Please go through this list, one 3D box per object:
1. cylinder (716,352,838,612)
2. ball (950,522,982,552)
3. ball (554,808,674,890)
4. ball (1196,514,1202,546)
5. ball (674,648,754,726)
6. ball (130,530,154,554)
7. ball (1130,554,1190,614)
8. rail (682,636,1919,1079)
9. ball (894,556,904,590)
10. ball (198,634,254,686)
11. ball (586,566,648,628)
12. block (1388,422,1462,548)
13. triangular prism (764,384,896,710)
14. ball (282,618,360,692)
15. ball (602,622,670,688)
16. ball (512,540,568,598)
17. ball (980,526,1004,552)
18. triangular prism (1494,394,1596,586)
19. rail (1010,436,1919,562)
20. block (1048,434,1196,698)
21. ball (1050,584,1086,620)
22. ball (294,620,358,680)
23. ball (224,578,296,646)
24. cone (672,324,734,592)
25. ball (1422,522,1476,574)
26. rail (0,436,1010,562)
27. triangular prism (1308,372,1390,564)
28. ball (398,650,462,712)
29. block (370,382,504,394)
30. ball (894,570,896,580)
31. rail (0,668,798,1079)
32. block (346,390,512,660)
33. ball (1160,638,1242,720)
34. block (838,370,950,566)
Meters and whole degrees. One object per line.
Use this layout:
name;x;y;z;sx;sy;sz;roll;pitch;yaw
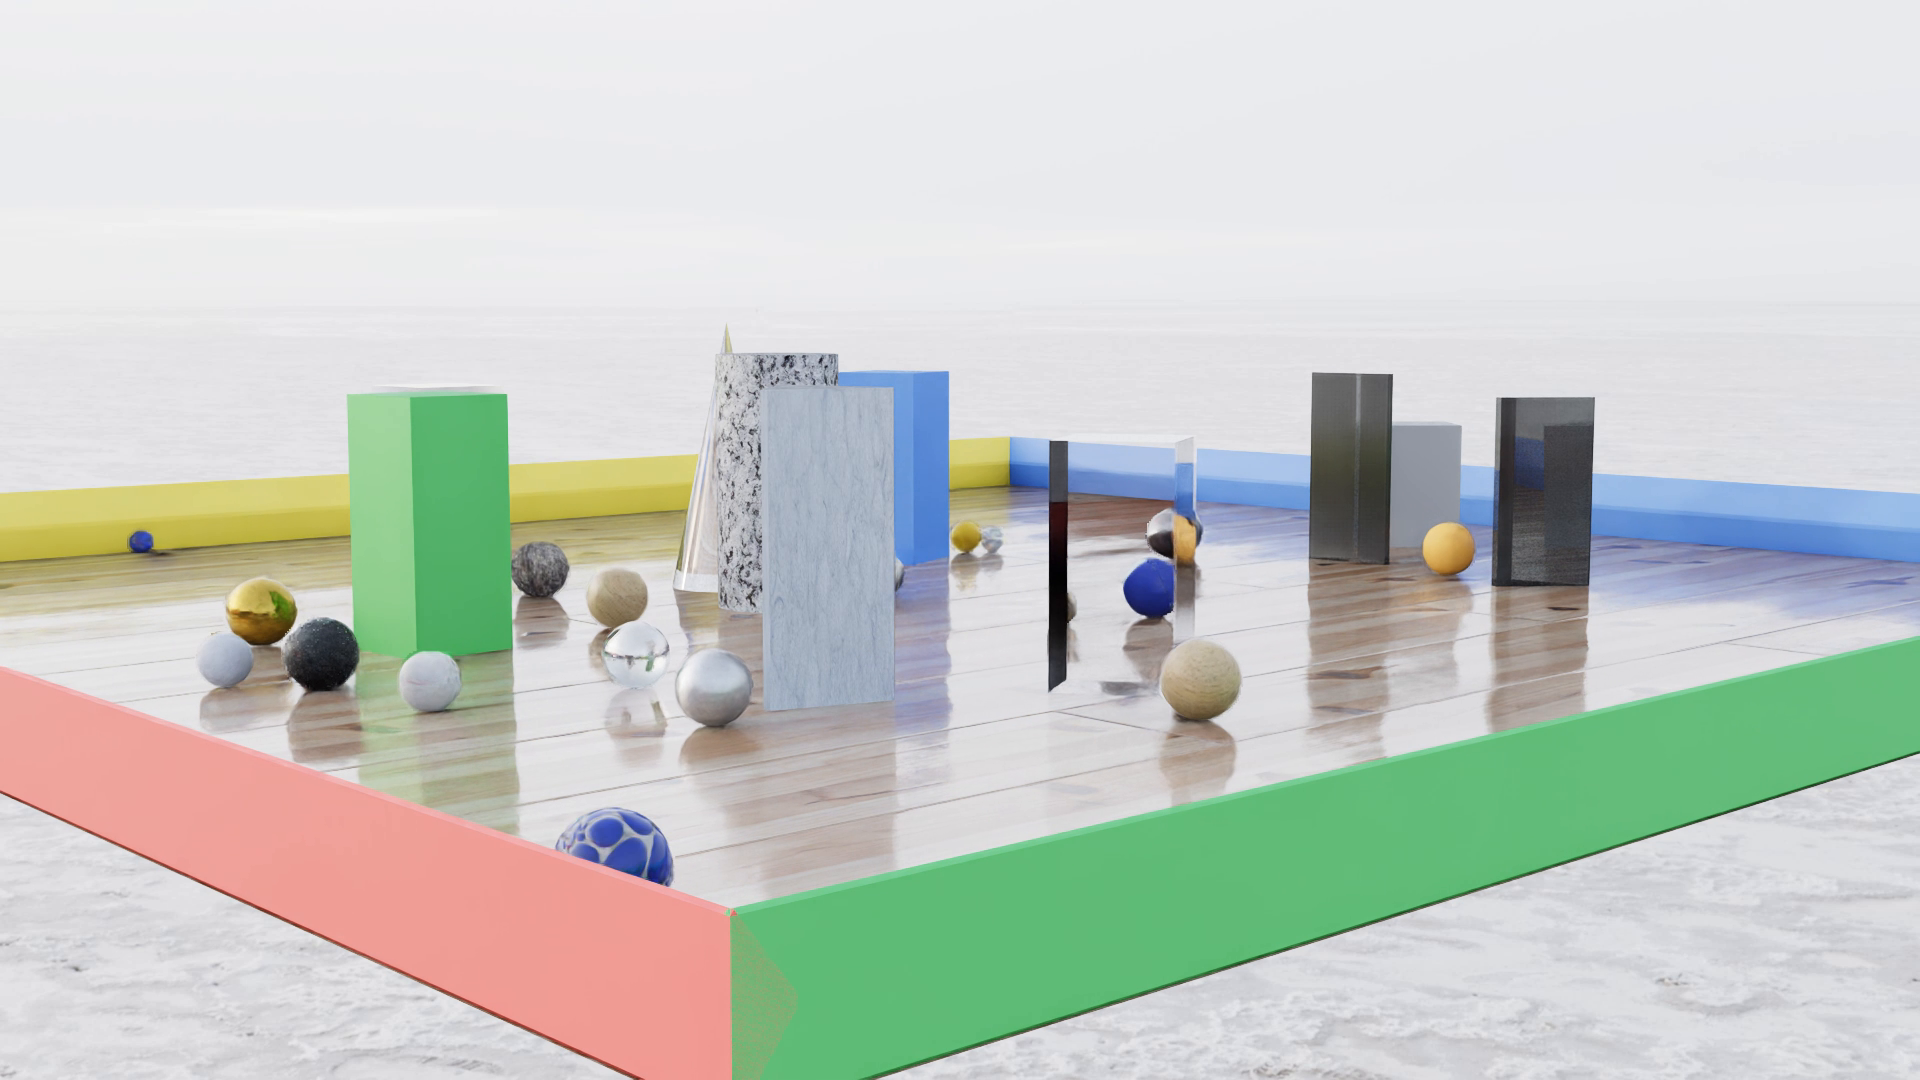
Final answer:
cylinder;-0.270;-0.089;3.260;0.181;0.373;0.181;0;6;0
ball;0.010;-0.006;3.973;0.056;0.056;0.056;0;6;0
ball;-0.249;0.235;1.572;0.087;0.087;0.087;0;6;0
ball;0.388;-0.017;3.921;0.089;0.089;0.089;0;6;0
ball;-0.261;0.156;2.335;0.083;0.083;0.083;0;6;0
ball;-1.471;0.004;3.952;0.042;0.042;0.042;0;6;0
ball;0.290;0.063;3.187;0.087;0.087;0.087;0;6;0
rail;0.999;0.146;2.256;3.101;0.118;0.045;-6;8;-42
ball;-0.119;0.052;3.369;0.069;0.069;0.069;0;6;0
ball;-0.860;0.140;2.574;0.063;0.063;0.063;0;6;0
ball;-0.475;0.078;3.047;0.086;0.086;0.086;0;6;0
block;0.848;-0.106;4.114;0.145;0.225;0.145;0;6;0
triangular prism;-0.174;0.002;2.499;0.157;0.353;0.136;-3;7;-27
ball;-0.739;0.132;2.544;0.086;0.086;0.086;0;6;0
ball;-0.377;0.134;2.560;0.079;0.079;0.079;0;6;0
ball;-0.642;0.044;3.357;0.087;0.087;0.087;0;6;0
ball;0.058;-0.002;3.990;0.044;0.044;0.044;0;6;0
triangular prism;0.920;-0.083;3.550;0.157;0.300;0.136;-1;6;-5
rail;1.122;-0.079;4.362;0.045;0.118;2.995;-6;8;-42
block;0.191;0.026;2.569;0.145;0.291;0.145;2;6;16
ball;0.153;0.088;3.114;0.052;0.052;0.052;0;6;0
ball;-0.756;0.130;2.622;0.072;0.072;0.072;0;6;0
ball;-0.915;0.094;2.879;0.090;0.090;0.090;0;6;0
cone;-0.368;-0.136;3.487;0.181;0.419;0.181;0;6;0
ball;0.810;0.014;3.639;0.087;0.087;0.087;0;6;0
rail;-0.999;-0.084;4.409;3.101;0.118;0.045;-6;8;-42
triangular prism;0.719;-0.131;3.866;0.157;0.328;0.136;5;8;40
ball;-0.582;0.155;2.414;0.068;0.068;0.068;0;6;0
block;-0.800;-0.077;3.385;0.145;0.322;0.145;-6;8;-44
ball;-0.139;0.053;3.293;0.084;0.084;0.084;0;6;0
rail;-1.122;0.141;2.303;0.045;0.118;2.995;-6;8;-42
block;-0.684;-0.023;2.842;0.145;0.331;0.145;6;8;43
ball;0.259;0.150;2.369;0.087;0.087;0.087;0;6;0
block;-0.115;-0.130;3.856;0.145;0.329;0.145;3;7;24
